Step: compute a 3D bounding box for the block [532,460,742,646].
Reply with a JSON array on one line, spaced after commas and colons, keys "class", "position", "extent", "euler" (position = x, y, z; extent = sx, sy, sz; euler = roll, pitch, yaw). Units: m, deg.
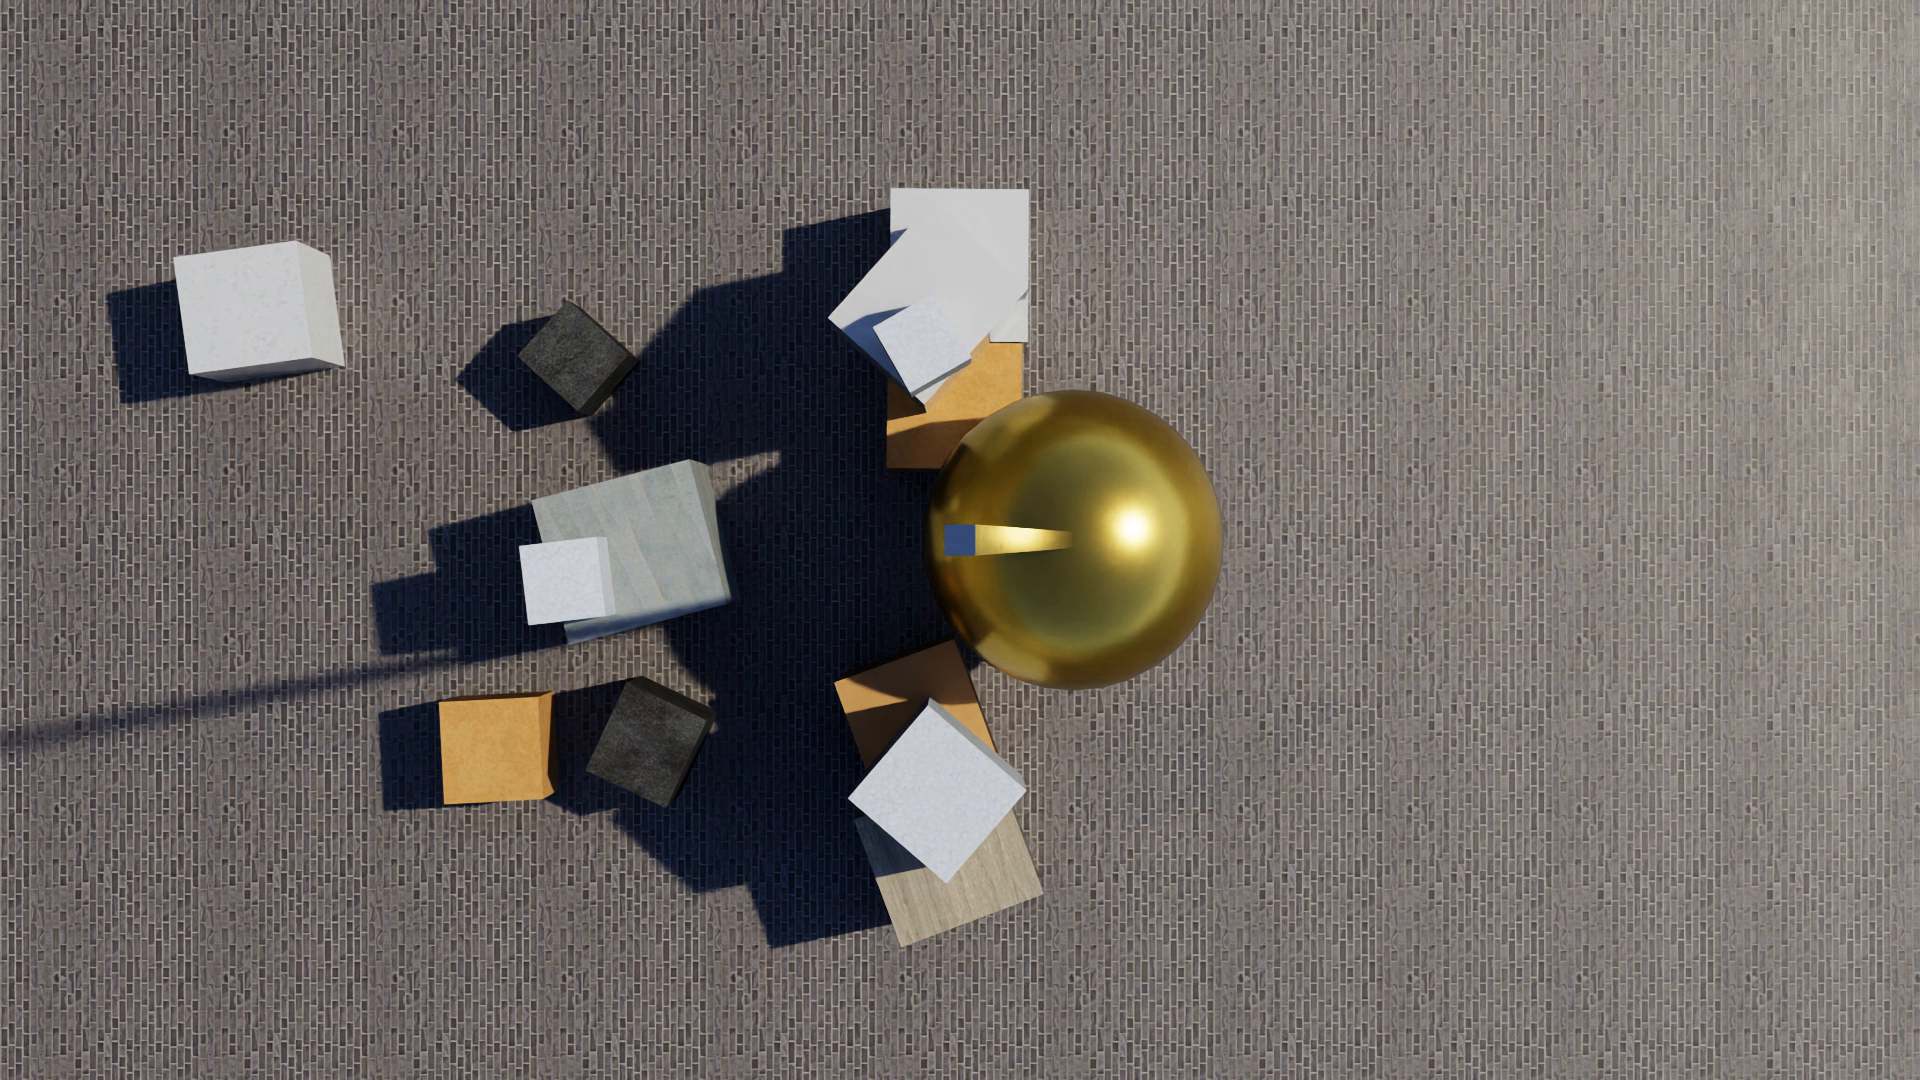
[{"class": "block", "position": [-1.835, 0.067, 12.595], "extent": [0.904, 0.810, 0.829], "euler": [-15, 90, 0]}]

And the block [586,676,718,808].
[{"class": "block", "position": [-1.768, 1.155, 12.691], "extent": [0.501, 0.619, 0.546], "euler": [25, 90, 0]}]

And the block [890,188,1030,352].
[{"class": "block", "position": [-0.004, -1.539, 12.656], "extent": [0.774, 0.687, 0.855], "euler": [0, 90, 0]}]

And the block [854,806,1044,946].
[{"class": "block", "position": [-0.062, 1.754, 12.586], "extent": [0.841, 0.829, 0.754], "euler": [-20, 90, 0]}]

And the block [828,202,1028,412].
[{"class": "block", "position": [-0.166, -1.244, 11.921], "extent": [0.679, 0.784, 0.820], "euler": [42, 90, 0]}]

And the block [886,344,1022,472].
[{"class": "block", "position": [-0.032, -0.752, 12.657], "extent": [0.750, 0.687, 0.708], "euler": [1, 90, 0]}]

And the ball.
[{"class": "ball", "position": [0.597, 0.000, 11.666], "extent": [1.600, 1.600, 1.600], "euler": [0, 90, 0]}]

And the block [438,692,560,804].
[{"class": "block", "position": [-2.666, 1.198, 12.751], "extent": [0.564, 0.499, 0.582], "euler": [-3, 90, 0]}]

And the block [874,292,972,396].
[{"class": "block", "position": [-0.192, -1.001, 11.337], "extent": [0.359, 0.383, 0.382], "euler": [-30, 90, 0]}]

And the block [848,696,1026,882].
[{"class": "block", "position": [-0.119, 1.324, 11.806], "extent": [0.678, 0.720, 0.639], "euler": [41, 90, 0]}]

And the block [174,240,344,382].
[{"class": "block", "position": [-4.026, -1.306, 12.671], "extent": [0.697, 0.658, 0.662], "euler": [-8, 90, 0]}]

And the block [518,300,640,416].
[{"class": "block", "position": [-2.204, -1.050, 12.756], "extent": [0.466, 0.488, 0.431], "euler": [42, 90, 0]}]

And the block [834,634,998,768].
[{"class": "block", "position": [-0.237, 1.017, 12.583], "extent": [0.708, 0.834, 0.743], "euler": [-20, 90, 0]}]

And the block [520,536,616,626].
[{"class": "block", "position": [-2.141, 0.221, 12.017], "extent": [0.420, 0.347, 0.430], "euler": [-7, 90, 0]}]

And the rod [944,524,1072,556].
[{"class": "rod", "position": [0.259, 0.000, 8.283], "extent": [0.080, 5.200, 0.080], "euler": [0, 90, 6]}]
